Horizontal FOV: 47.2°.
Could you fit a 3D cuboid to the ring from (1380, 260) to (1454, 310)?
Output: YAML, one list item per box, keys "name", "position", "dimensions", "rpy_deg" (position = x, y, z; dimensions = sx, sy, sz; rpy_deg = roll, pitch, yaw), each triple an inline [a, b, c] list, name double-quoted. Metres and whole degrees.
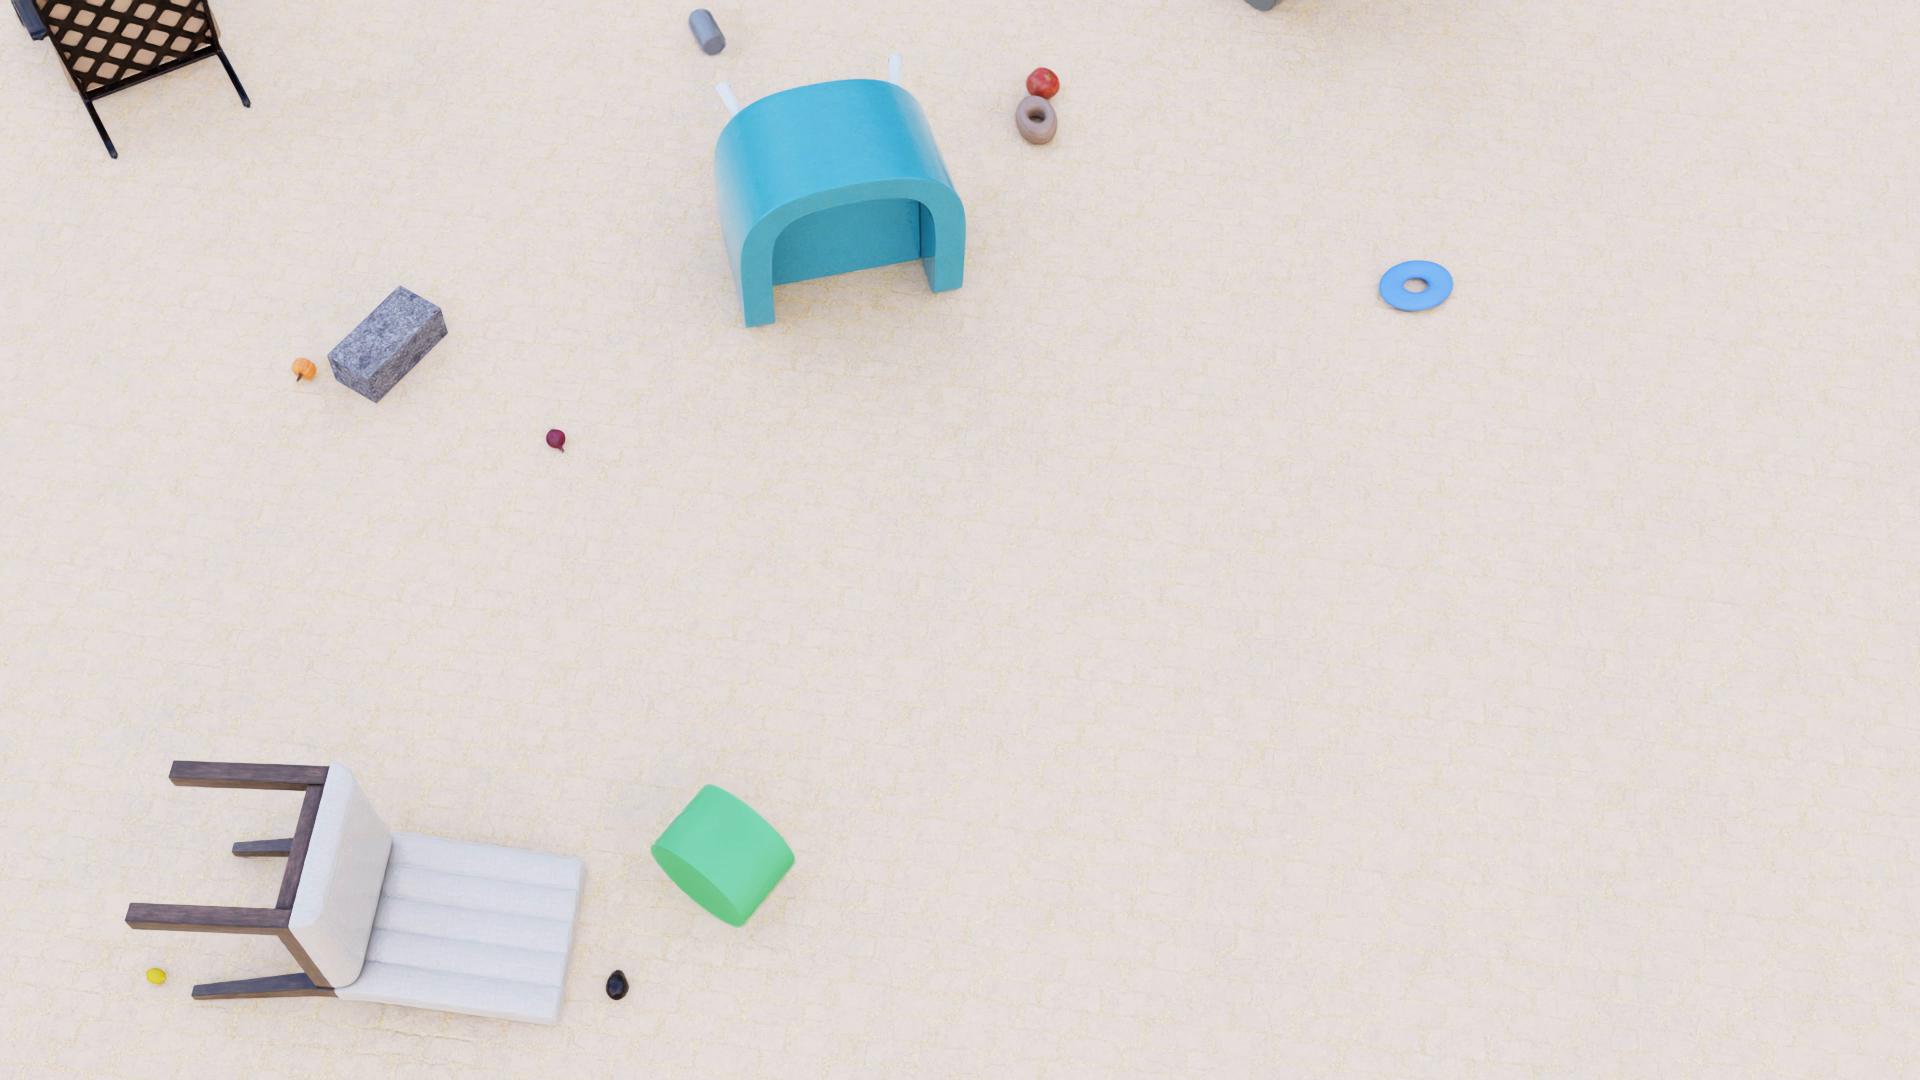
- name: "ring"
  position: [1.472, -0.822, 7.099]
  dimensions: [0.251, 0.044, 0.200]
  rpy_deg: [-19, 57, -13]

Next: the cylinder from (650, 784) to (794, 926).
- name: "cylinder"
  position: [-0.631, 0.839, 5.857]
  dimensions: [0.318, 0.243, 0.222]
  rpy_deg: [42, 63, -2]

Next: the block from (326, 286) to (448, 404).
- name: "block"
  position: [-1.797, -0.616, 6.912]
  dimensions: [0.169, 0.125, 0.340]
  rpy_deg: [29, 61, 18]

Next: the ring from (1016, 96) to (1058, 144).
- name: "ring"
  position: [0.260, -1.429, 7.485]
  dimensions: [0.140, 0.082, 0.199]
  rpy_deg: [-11, 56, -5]
